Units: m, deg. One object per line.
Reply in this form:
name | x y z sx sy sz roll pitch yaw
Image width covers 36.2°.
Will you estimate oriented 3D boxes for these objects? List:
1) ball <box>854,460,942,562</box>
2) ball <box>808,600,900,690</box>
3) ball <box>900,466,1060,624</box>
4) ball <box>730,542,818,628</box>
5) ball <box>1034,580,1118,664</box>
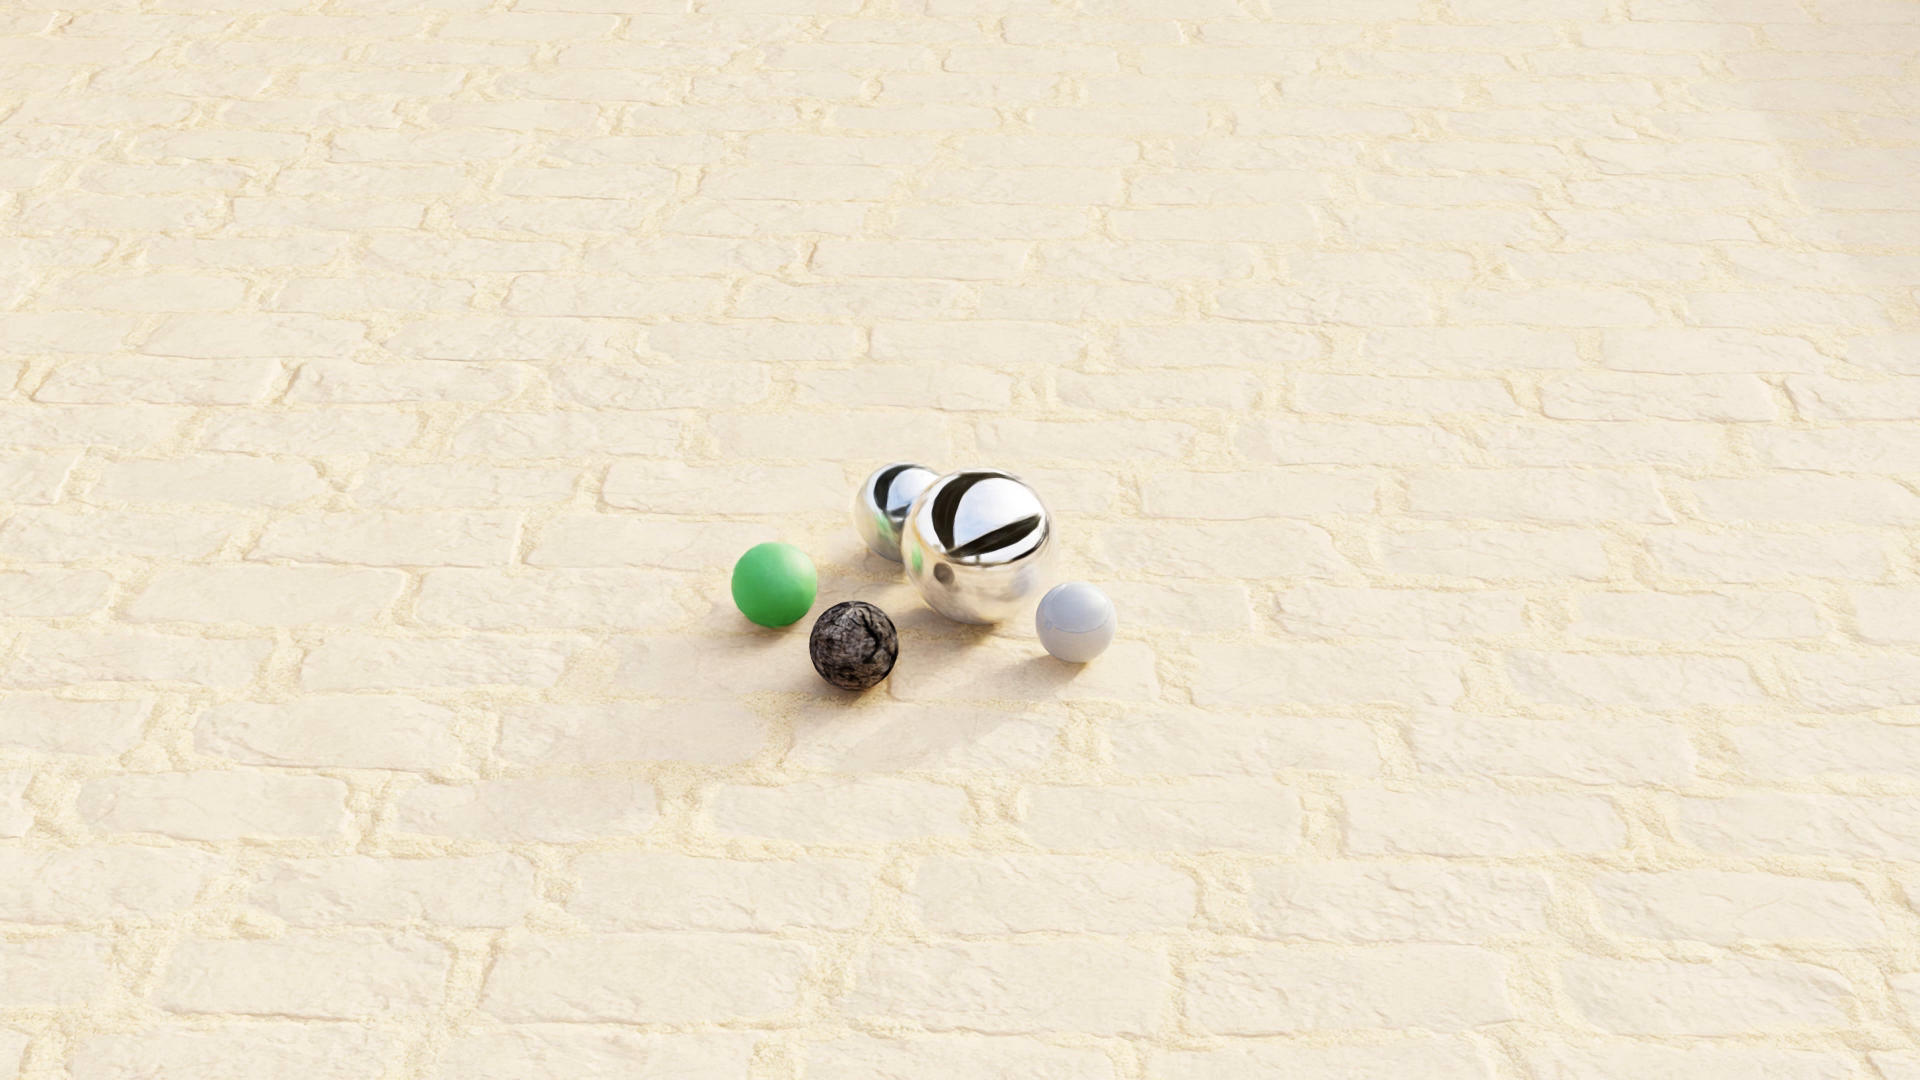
ball | -0.033 -0.017 1.751 0.061 0.061 0.061 0 29 0
ball | -0.059 0.058 1.626 0.050 0.050 0.050 0 29 0
ball | 0.012 0.003 1.684 0.091 0.091 0.091 0 29 0
ball | -0.106 0.025 1.686 0.050 0.050 0.050 0 29 0
ball | 0.065 0.046 1.652 0.047 0.047 0.047 0 29 0
